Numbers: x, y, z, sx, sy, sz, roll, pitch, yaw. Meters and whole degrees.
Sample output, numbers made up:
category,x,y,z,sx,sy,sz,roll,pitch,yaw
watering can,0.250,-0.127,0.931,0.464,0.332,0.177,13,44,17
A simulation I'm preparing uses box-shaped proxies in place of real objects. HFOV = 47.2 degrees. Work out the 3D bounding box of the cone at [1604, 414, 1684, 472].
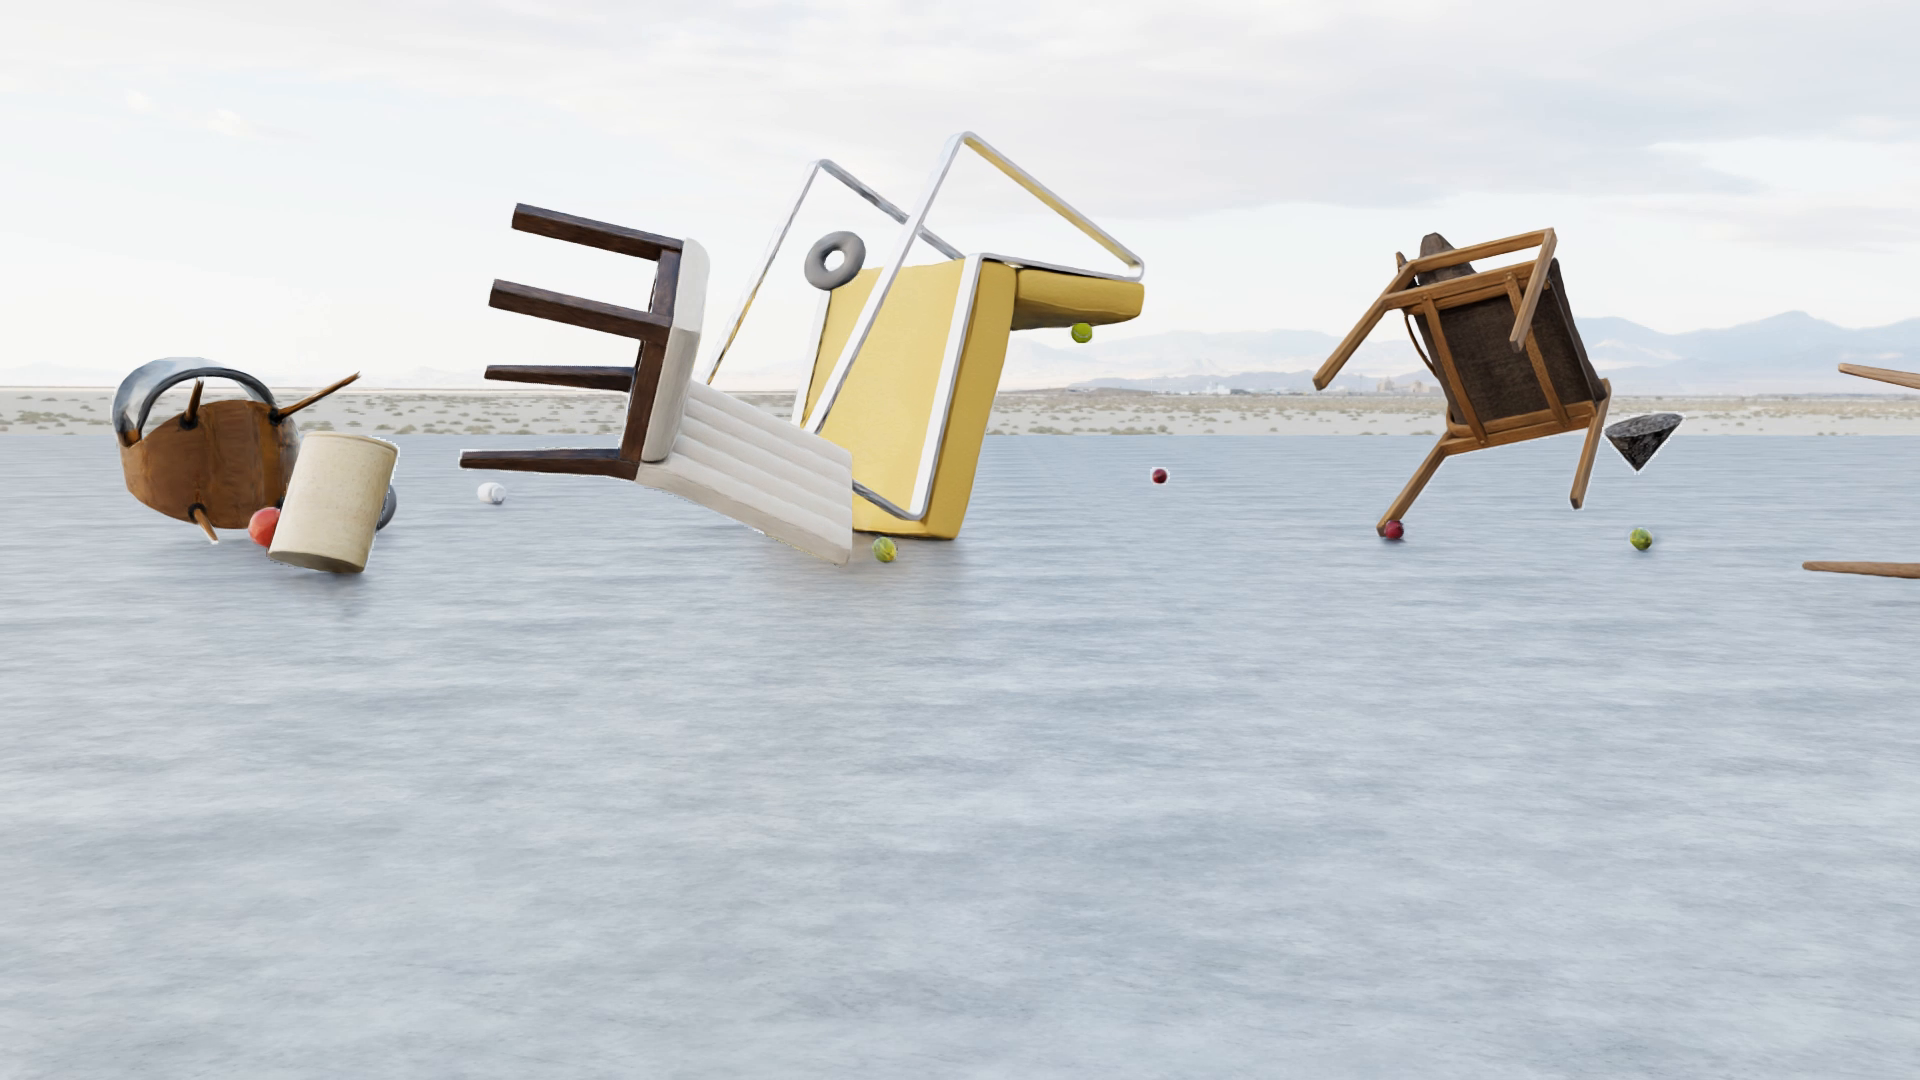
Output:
category,x,y,z,sx,sy,sz,roll,pitch,yaw
cone,1.785,-0.239,5.767,0.267,0.135,0.100,-14,29,-26

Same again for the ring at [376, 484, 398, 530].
category,x,y,z,sx,sy,sz,roll,pitch,yaw
ring,-1.842,-0.107,6.936,0.120,0.168,0.063,24,-14,3

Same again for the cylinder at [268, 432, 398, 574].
category,x,y,z,sx,sy,sz,roll,pitch,yaw
cylinder,-1.527,-0.092,5.363,0.259,0.311,0.148,5,-18,20

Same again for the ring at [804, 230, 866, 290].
category,x,y,z,sx,sy,sz,roll,pitch,yaw
ring,-0.359,-0.802,6.310,0.204,0.158,0.039,-32,-13,19
